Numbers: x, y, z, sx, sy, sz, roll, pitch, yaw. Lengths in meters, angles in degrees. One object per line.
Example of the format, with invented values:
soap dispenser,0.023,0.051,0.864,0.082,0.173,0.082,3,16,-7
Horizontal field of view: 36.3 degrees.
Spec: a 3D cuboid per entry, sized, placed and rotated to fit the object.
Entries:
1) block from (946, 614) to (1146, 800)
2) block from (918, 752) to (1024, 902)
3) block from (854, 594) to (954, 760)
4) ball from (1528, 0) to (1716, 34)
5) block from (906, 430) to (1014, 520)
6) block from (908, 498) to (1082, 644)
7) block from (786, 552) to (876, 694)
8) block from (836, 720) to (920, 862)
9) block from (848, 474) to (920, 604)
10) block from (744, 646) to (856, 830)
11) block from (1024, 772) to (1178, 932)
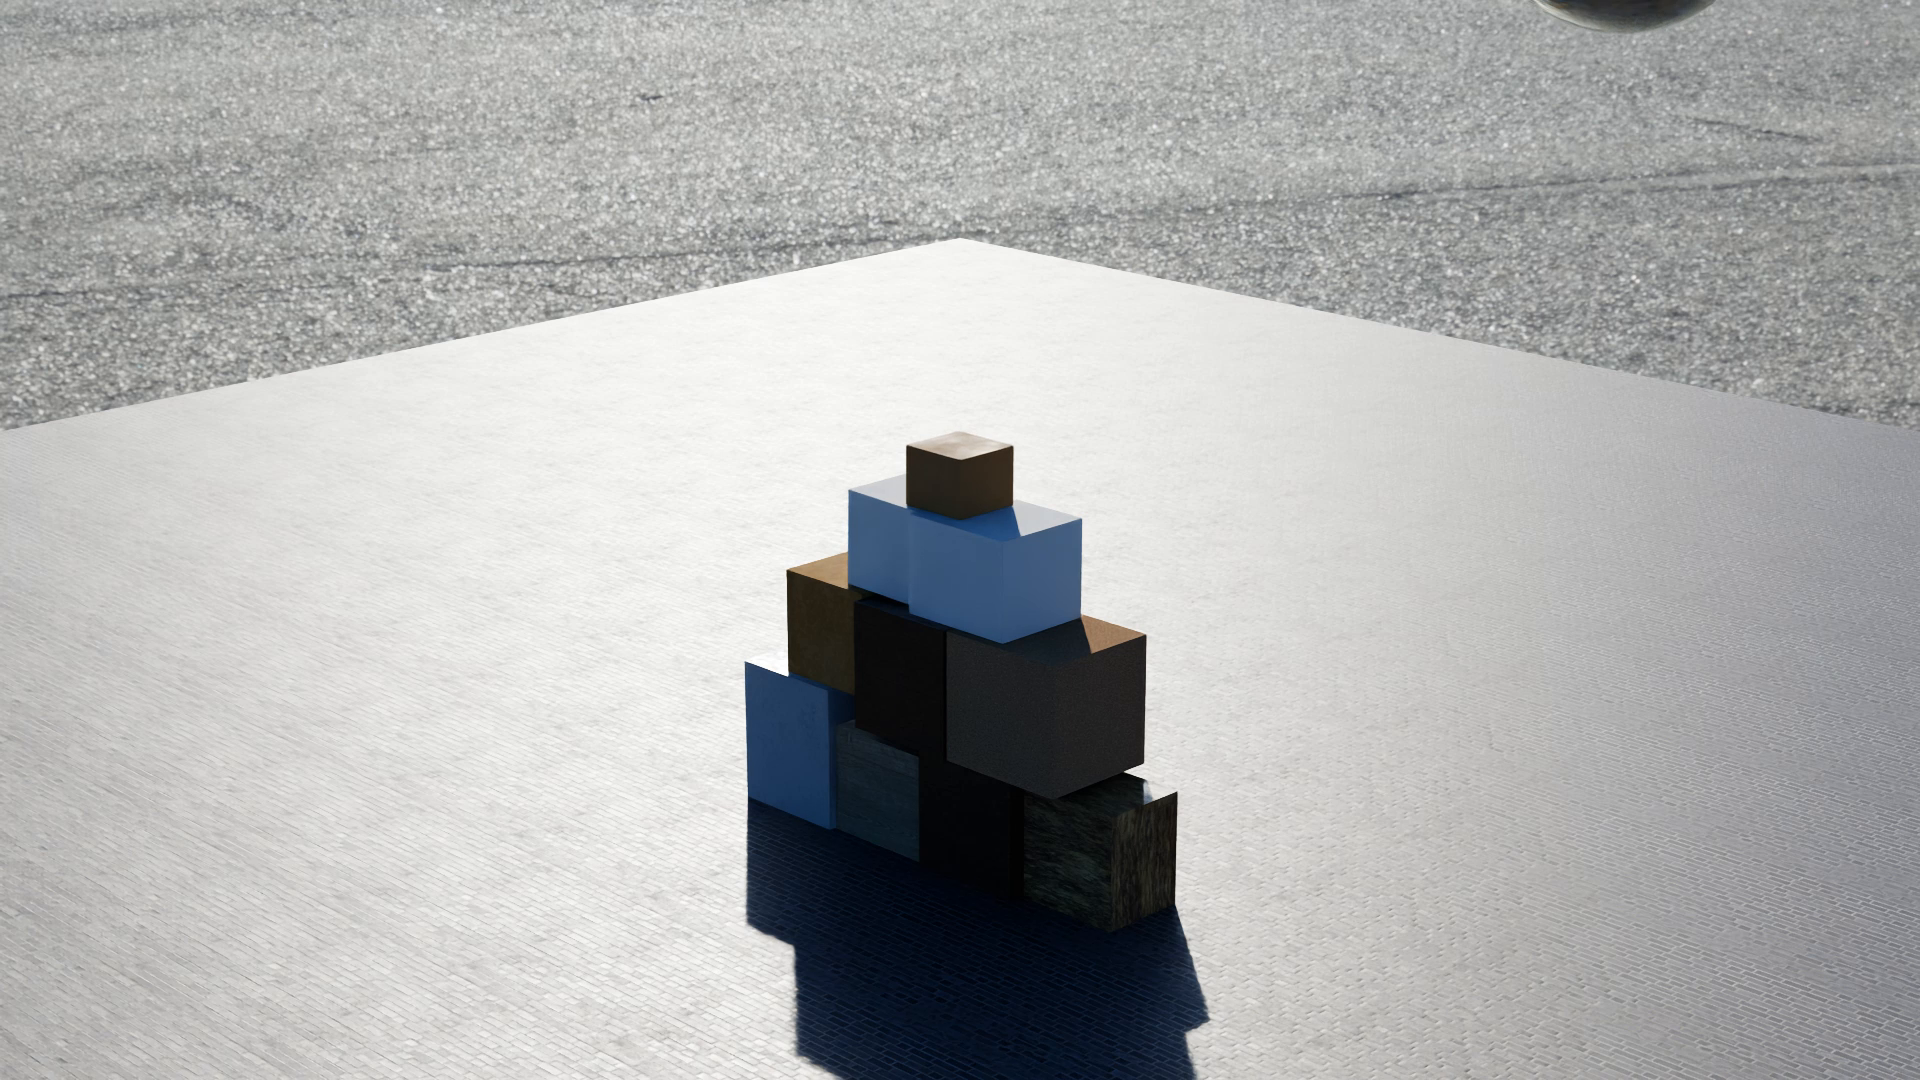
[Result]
block,0.385,0.707,13.134,0.603,0.617,0.658,-17,24,-42
block,0.236,1.222,13.489,0.617,0.579,0.582,-17,24,-42
block,-0.046,0.568,13.574,0.666,0.618,0.583,-17,24,-42
ball,3.645,-3.577,16.038,1.600,1.600,1.600,0,17,0
block,-0.001,-0.292,13.238,0.349,0.283,0.340,17,24,42
block,0.159,0.116,13.196,0.590,0.470,0.509,17,24,42
block,-0.443,0.380,13.930,0.548,0.512,0.520,-17,24,-42
block,-0.192,1.128,13.883,0.543,0.523,0.574,-17,24,-42
block,-0.211,-0.007,13.554,0.413,0.457,0.459,-17,25,-42
block,-0.600,0.911,14.269,0.650,0.705,0.596,-17,24,-42
block,0.626,1.361,13.105,0.433,0.545,0.527,-17,24,-42
